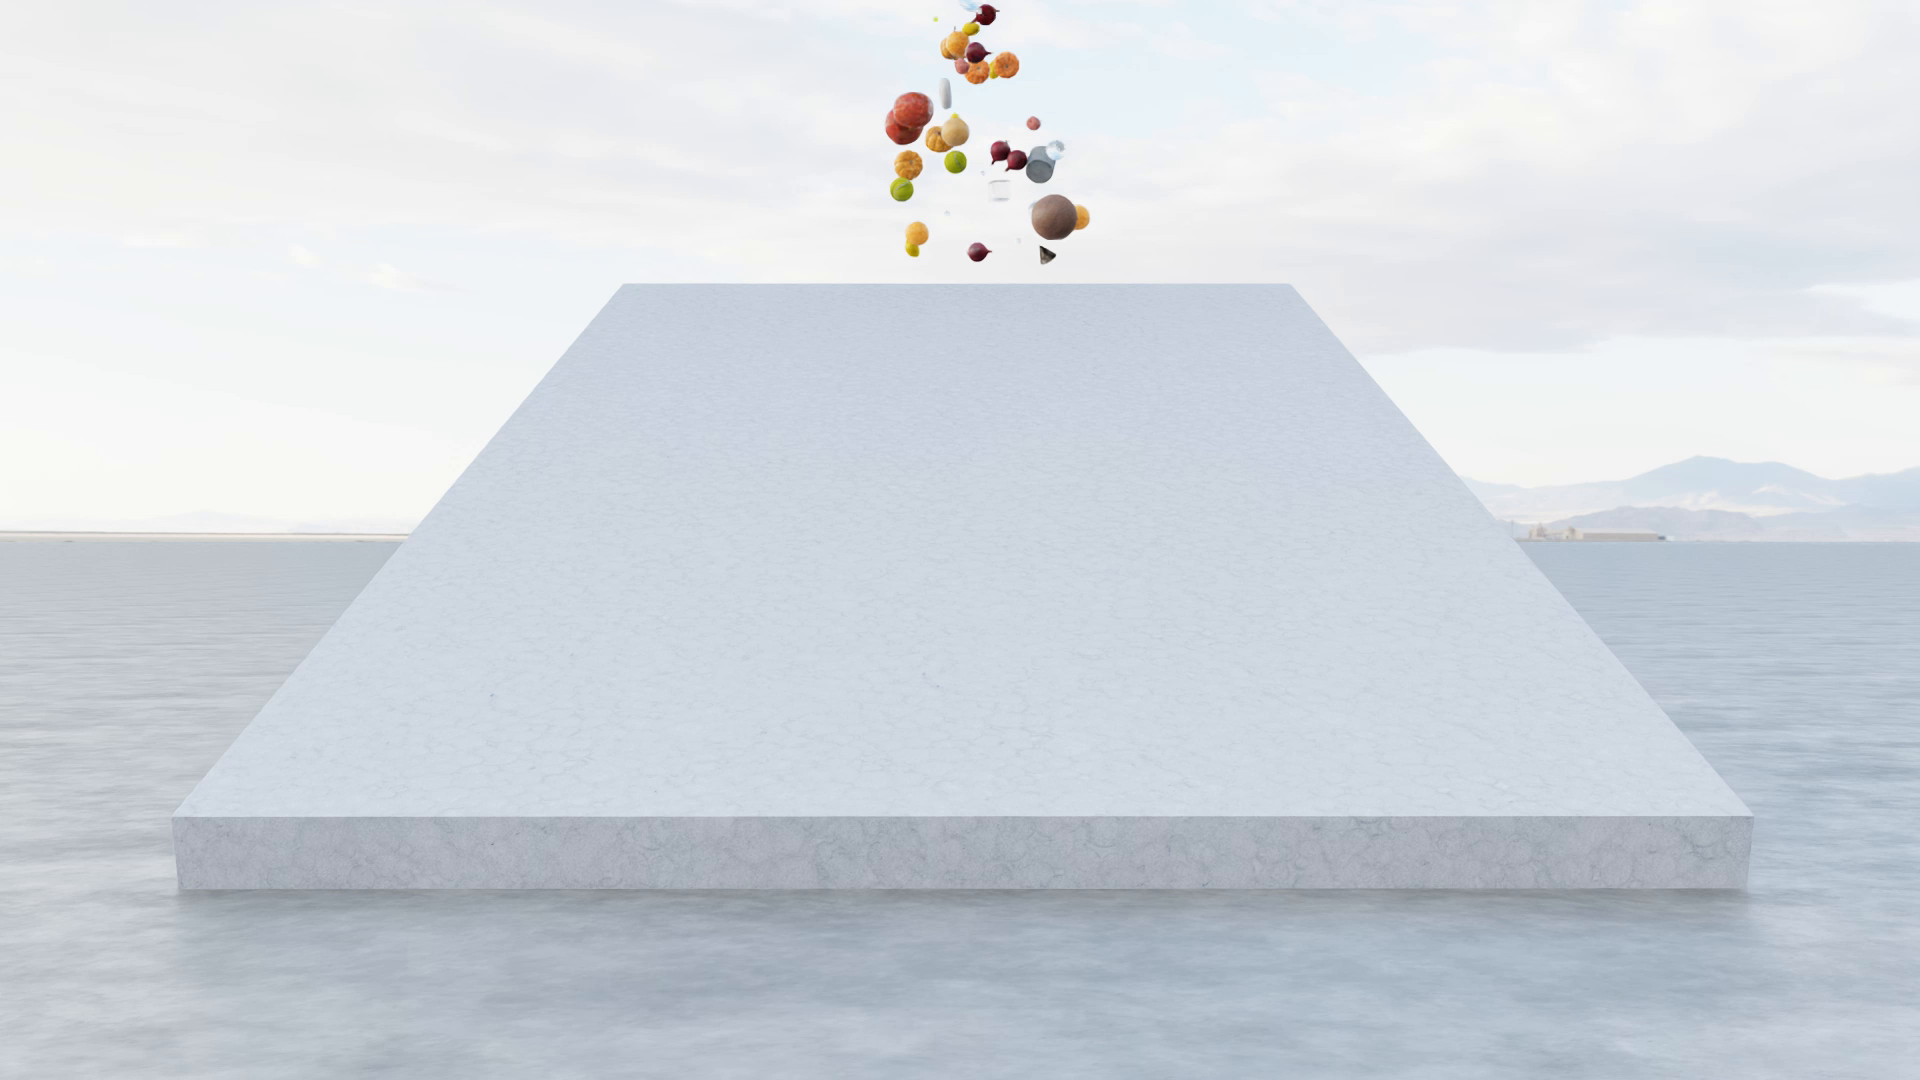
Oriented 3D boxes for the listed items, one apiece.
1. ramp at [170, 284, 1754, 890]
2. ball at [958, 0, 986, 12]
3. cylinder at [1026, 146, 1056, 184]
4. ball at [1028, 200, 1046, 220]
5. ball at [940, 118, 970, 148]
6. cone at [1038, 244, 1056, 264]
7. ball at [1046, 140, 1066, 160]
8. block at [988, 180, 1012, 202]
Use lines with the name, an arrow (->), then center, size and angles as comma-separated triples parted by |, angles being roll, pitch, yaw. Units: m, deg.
ramp -> -0.002, -0.163, 4.726 | 2.000, 0.100, 4.000 | 0, 16, 0
ball -> 0.036, -1.604, 6.536 | 0.084, 0.084, 0.084 | 0, 0, 0
cylinder -> 0.230, -1.066, 6.274 | 0.078, 0.078, 0.078 | 0, 42, 12
ball -> 0.218, -0.931, 6.234 | 0.053, 0.053, 0.053 | 0, 0, 0
ball -> -0.013, -1.130, 6.128 | 0.081, 0.081, 0.081 | 0, 0, 0
cone -> 0.237, -0.815, 6.243 | 0.053, 0.053, 0.053 | -29, 26, 15
ball -> 0.268, -1.086, 6.154 | 0.056, 0.056, 0.056 | 0, 0, 0
block -> 0.112, -0.988, 6.251 | 0.052, 0.052, 0.052 | 0, -3, -16
